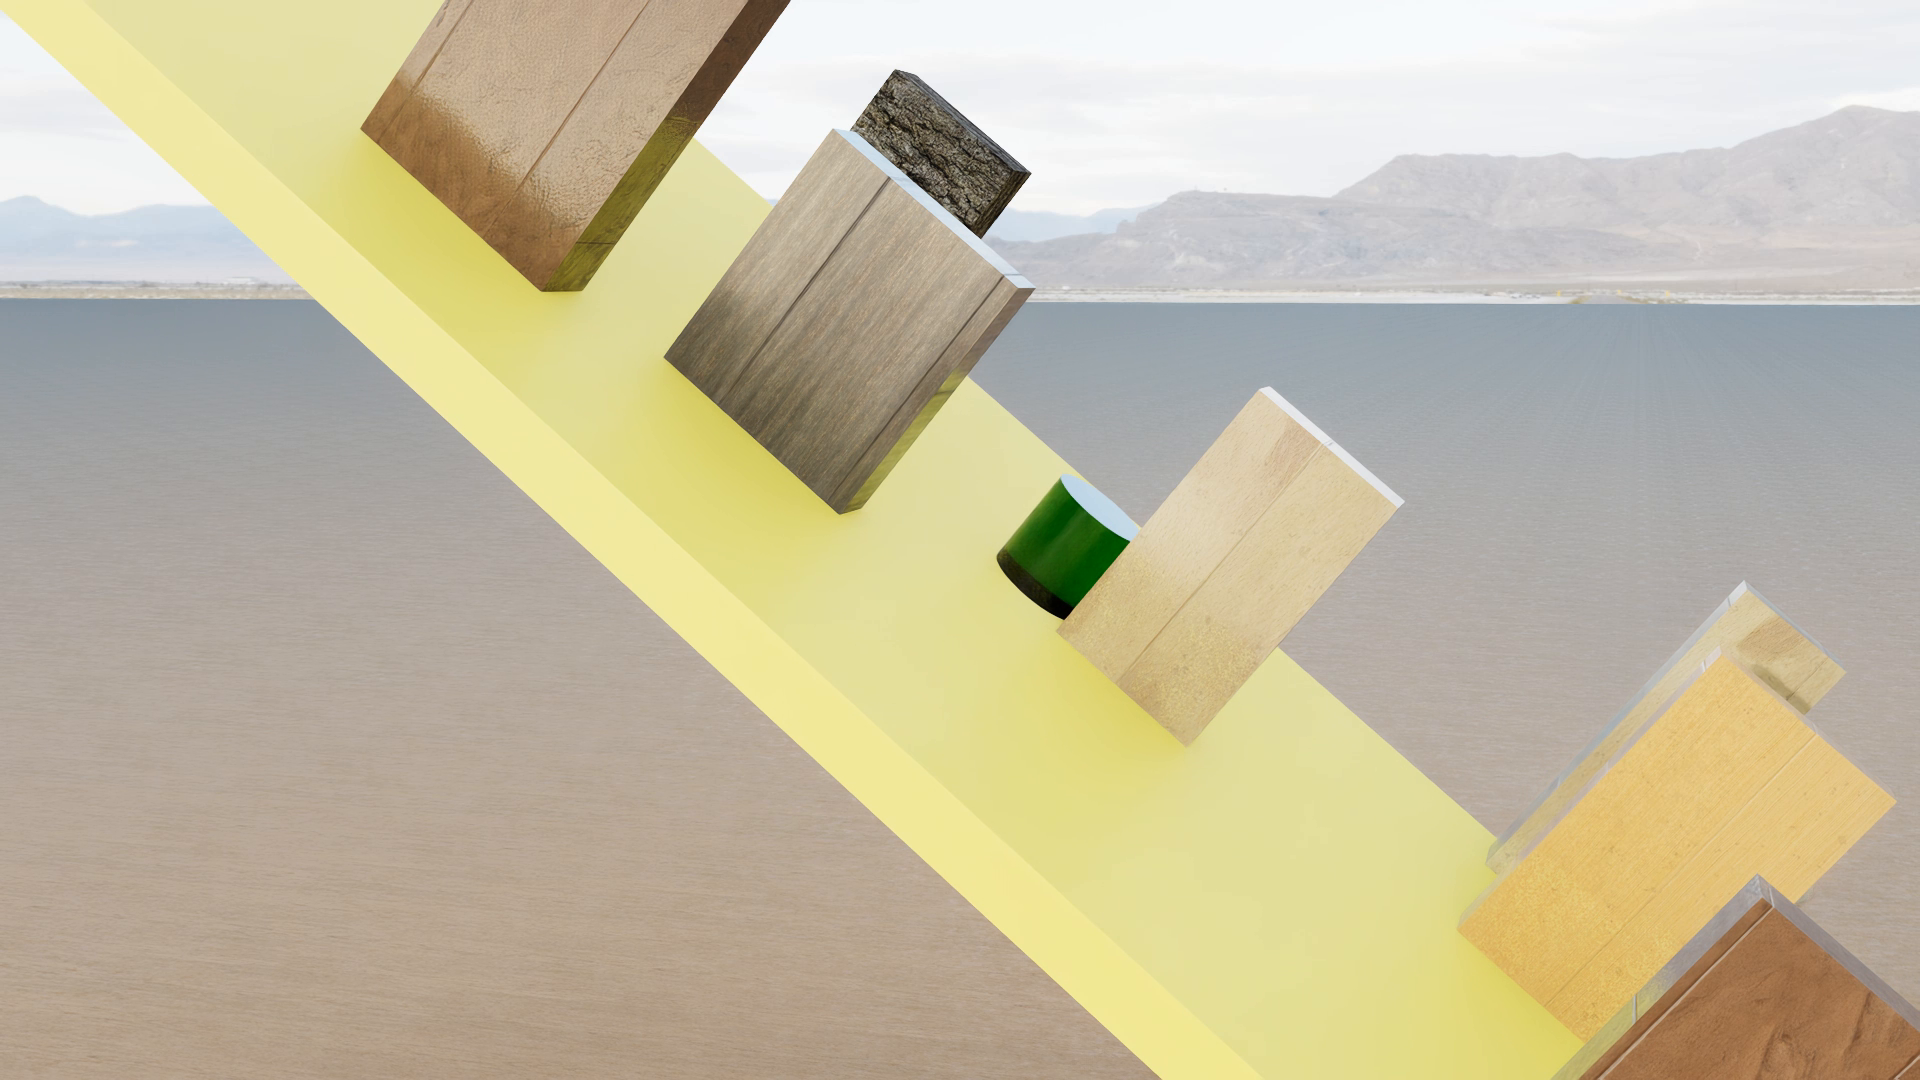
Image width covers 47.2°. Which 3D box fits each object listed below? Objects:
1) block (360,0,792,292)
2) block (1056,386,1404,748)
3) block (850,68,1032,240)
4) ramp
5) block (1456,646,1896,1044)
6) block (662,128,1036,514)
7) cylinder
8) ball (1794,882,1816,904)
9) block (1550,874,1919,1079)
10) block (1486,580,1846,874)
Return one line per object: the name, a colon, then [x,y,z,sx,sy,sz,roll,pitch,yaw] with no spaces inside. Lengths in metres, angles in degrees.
block: [-0.599,-0.821,3.587,0.423,0.722,0.148,42,16,9]
block: [0.473,0.048,3.877,0.311,0.565,0.113,42,16,9]
block: [-0.141,-0.687,4.642,0.332,0.493,0.139,42,16,9]
ramp: [0.000,0.048,4.040,4.000,0.100,2.000,42,16,9]
block: [1.285,0.581,3.982,0.385,0.697,0.105,42,16,9]
block: [-0.188,-0.363,3.679,0.409,0.487,0.110,42,16,9]
cylinder: [0.202,0.014,4.046,0.193,0.193,0.193,36,16,-12]
ball: [2.453,1.008,6.477,0.129,0.129,0.129,0,7,0]
block: [0.958,0.770,2.912,0.290,0.612,0.120,42,16,9]
block: [1.435,0.458,4.506,0.246,0.772,0.143,42,16,9]
